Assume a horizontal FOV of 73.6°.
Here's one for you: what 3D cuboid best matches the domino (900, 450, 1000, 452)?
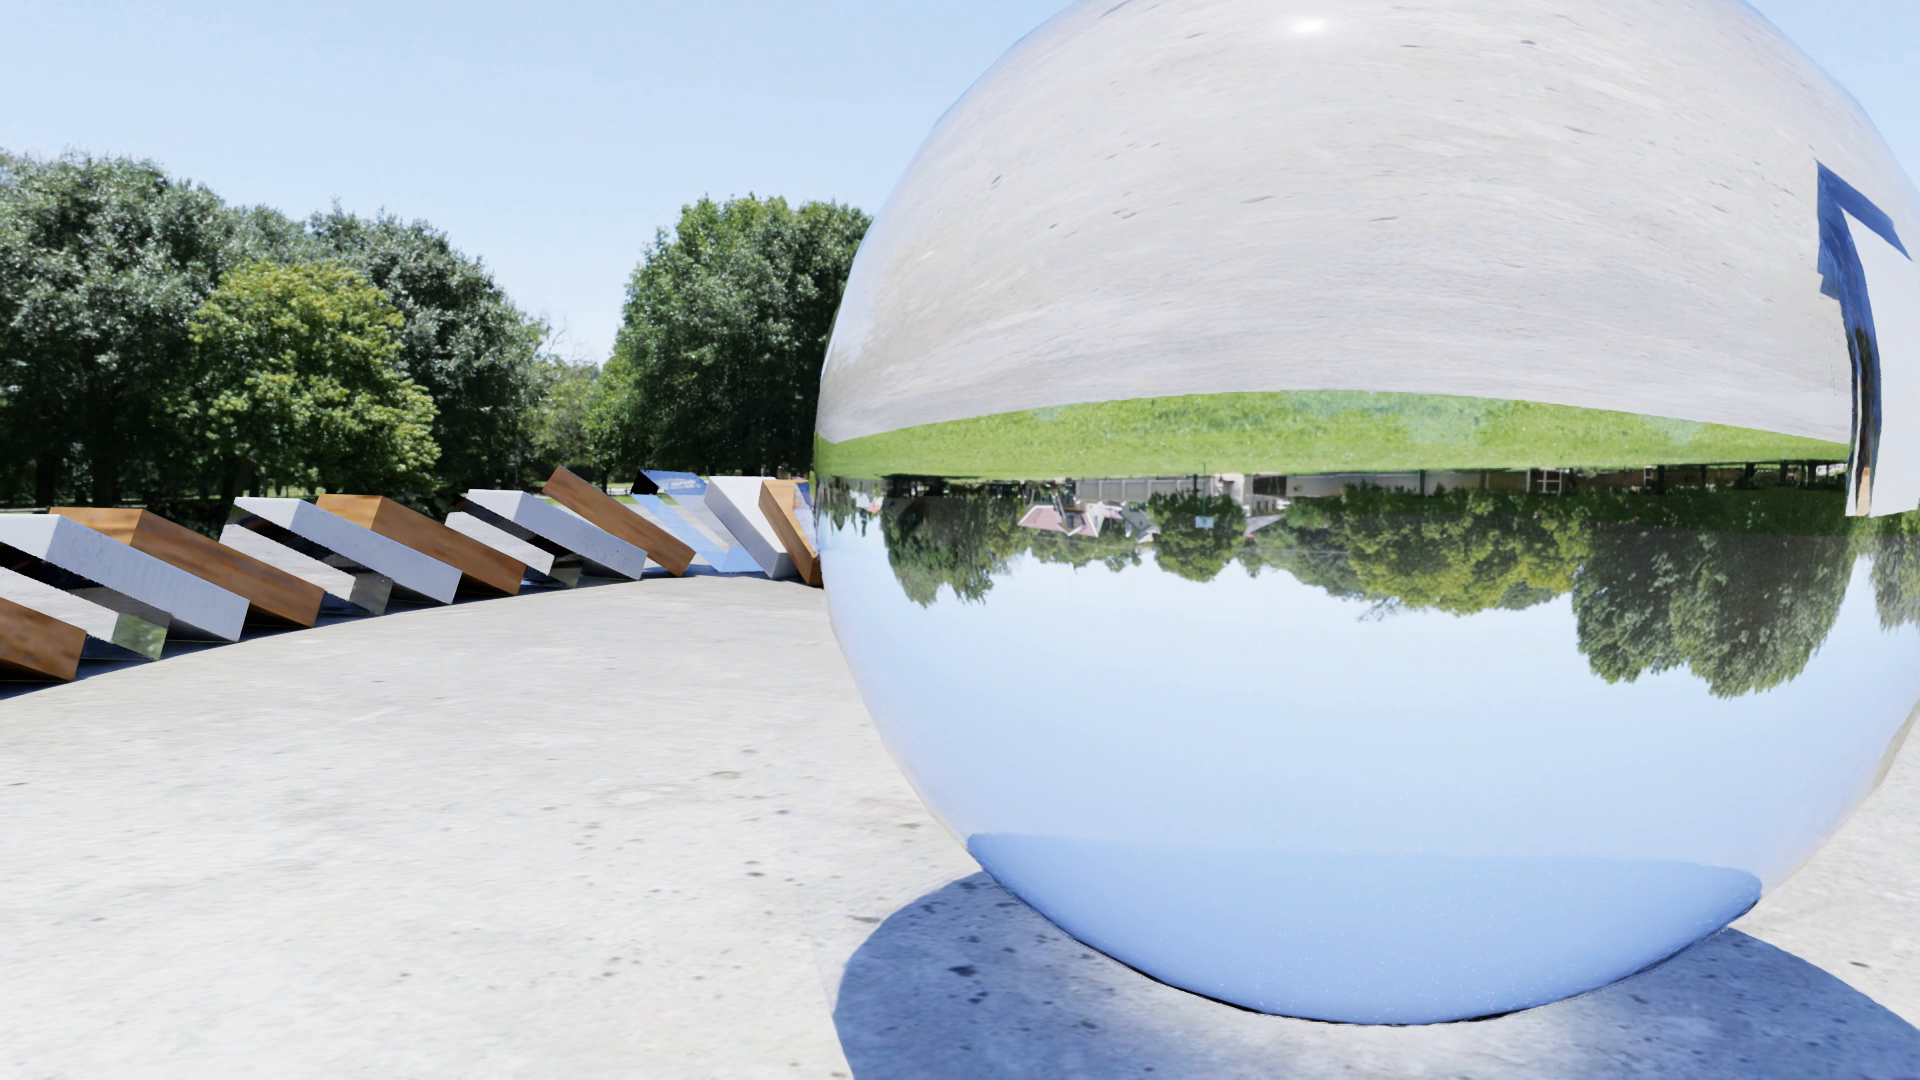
[{"bbox_3d":[-0.002,-0.001,0.305,0.025,0.010,0.050,0,47,-3],"label":"domino"}]

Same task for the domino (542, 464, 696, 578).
[{"bbox_3d":[-0.110,-0.006,0.413,0.050,0.010,0.025,34,-6,-16],"label":"domino"}]

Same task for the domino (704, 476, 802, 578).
[{"bbox_3d":[-0.062,-0.005,0.422,0.025,0.009,0.050,-2,31,-39],"label":"domino"}]

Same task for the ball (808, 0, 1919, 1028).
[{"bbox_3d":[0.029,-0.005,0.099,0.080,0.080,0.080,0,4,0],"label":"ball"}]

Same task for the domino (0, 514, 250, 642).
[{"bbox_3d":[-0.171,0.009,0.256,0.025,0.009,0.050,1,-21,11],"label":"domino"}]

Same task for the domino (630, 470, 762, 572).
[{"bbox_3d":[-0.086,-0.007,0.432,0.050,0.010,0.025,36,20,29],"label":"domino"}]

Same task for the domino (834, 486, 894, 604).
[{"bbox_3d":[-0.020,0.000,0.364,0.025,0.009,0.050,-1,30,-14],"label":"domino"}]

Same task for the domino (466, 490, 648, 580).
[{"bbox_3d":[-0.122,-0.001,0.387,0.025,0.009,0.050,3,-19,34],"label":"domino"}]

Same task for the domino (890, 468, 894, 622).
[{"bbox_3d":[-0.005,0.000,0.322,0.025,0.009,0.050,0,38,-2],"label":"domino"}]

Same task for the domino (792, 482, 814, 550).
[{"bbox_3d":[-0.032,-0.002,0.386,0.025,0.009,0.050,-2,31,-23],"label":"domino"}]

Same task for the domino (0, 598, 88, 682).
[{"bbox_3d":[-0.173,0.012,0.209,0.025,0.010,0.050,0,-20,5],"label":"domino"}]

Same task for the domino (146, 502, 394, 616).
[{"bbox_3d":[-0.162,0.005,0.302,0.025,0.009,0.050,2,-20,20],"label":"domino"}]

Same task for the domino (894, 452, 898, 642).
[{"bbox_3d":[-0.002,0.000,0.291,0.025,0.009,0.050,0,47,-3],"label":"domino"}]

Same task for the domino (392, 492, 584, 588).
[{"bbox_3d":[-0.135,0.000,0.366,0.025,0.009,0.050,2,-20,29],"label":"domino"}]

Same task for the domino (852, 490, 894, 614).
[{"bbox_3d":[-0.013,0.002,0.342,0.025,0.009,0.050,-1,29,-13],"label":"domino"}]

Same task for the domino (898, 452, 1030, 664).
[{"bbox_3d":[0.000,0.002,0.263,0.025,0.010,0.050,0,47,-3],"label":"domino"}]

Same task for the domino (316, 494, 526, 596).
[{"bbox_3d":[-0.145,0.002,0.346,0.025,0.009,0.050,2,-20,29],"label":"domino"}]

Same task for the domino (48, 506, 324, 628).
[{"bbox_3d":[-0.168,0.007,0.280,0.025,0.010,0.050,1,-20,18],"label":"domino"}]

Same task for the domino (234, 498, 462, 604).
[{"bbox_3d":[-0.155,0.003,0.326,0.025,0.009,0.050,2,-20,29],"label":"domino"}]

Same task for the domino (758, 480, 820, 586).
[{"bbox_3d":[-0.044,-0.003,0.405,0.025,0.010,0.050,-1,31,-28],"label":"domino"}]

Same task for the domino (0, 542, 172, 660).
[{"bbox_3d":[-0.173,0.010,0.232,0.025,0.009,0.050,1,-20,7],"label":"domino"}]
